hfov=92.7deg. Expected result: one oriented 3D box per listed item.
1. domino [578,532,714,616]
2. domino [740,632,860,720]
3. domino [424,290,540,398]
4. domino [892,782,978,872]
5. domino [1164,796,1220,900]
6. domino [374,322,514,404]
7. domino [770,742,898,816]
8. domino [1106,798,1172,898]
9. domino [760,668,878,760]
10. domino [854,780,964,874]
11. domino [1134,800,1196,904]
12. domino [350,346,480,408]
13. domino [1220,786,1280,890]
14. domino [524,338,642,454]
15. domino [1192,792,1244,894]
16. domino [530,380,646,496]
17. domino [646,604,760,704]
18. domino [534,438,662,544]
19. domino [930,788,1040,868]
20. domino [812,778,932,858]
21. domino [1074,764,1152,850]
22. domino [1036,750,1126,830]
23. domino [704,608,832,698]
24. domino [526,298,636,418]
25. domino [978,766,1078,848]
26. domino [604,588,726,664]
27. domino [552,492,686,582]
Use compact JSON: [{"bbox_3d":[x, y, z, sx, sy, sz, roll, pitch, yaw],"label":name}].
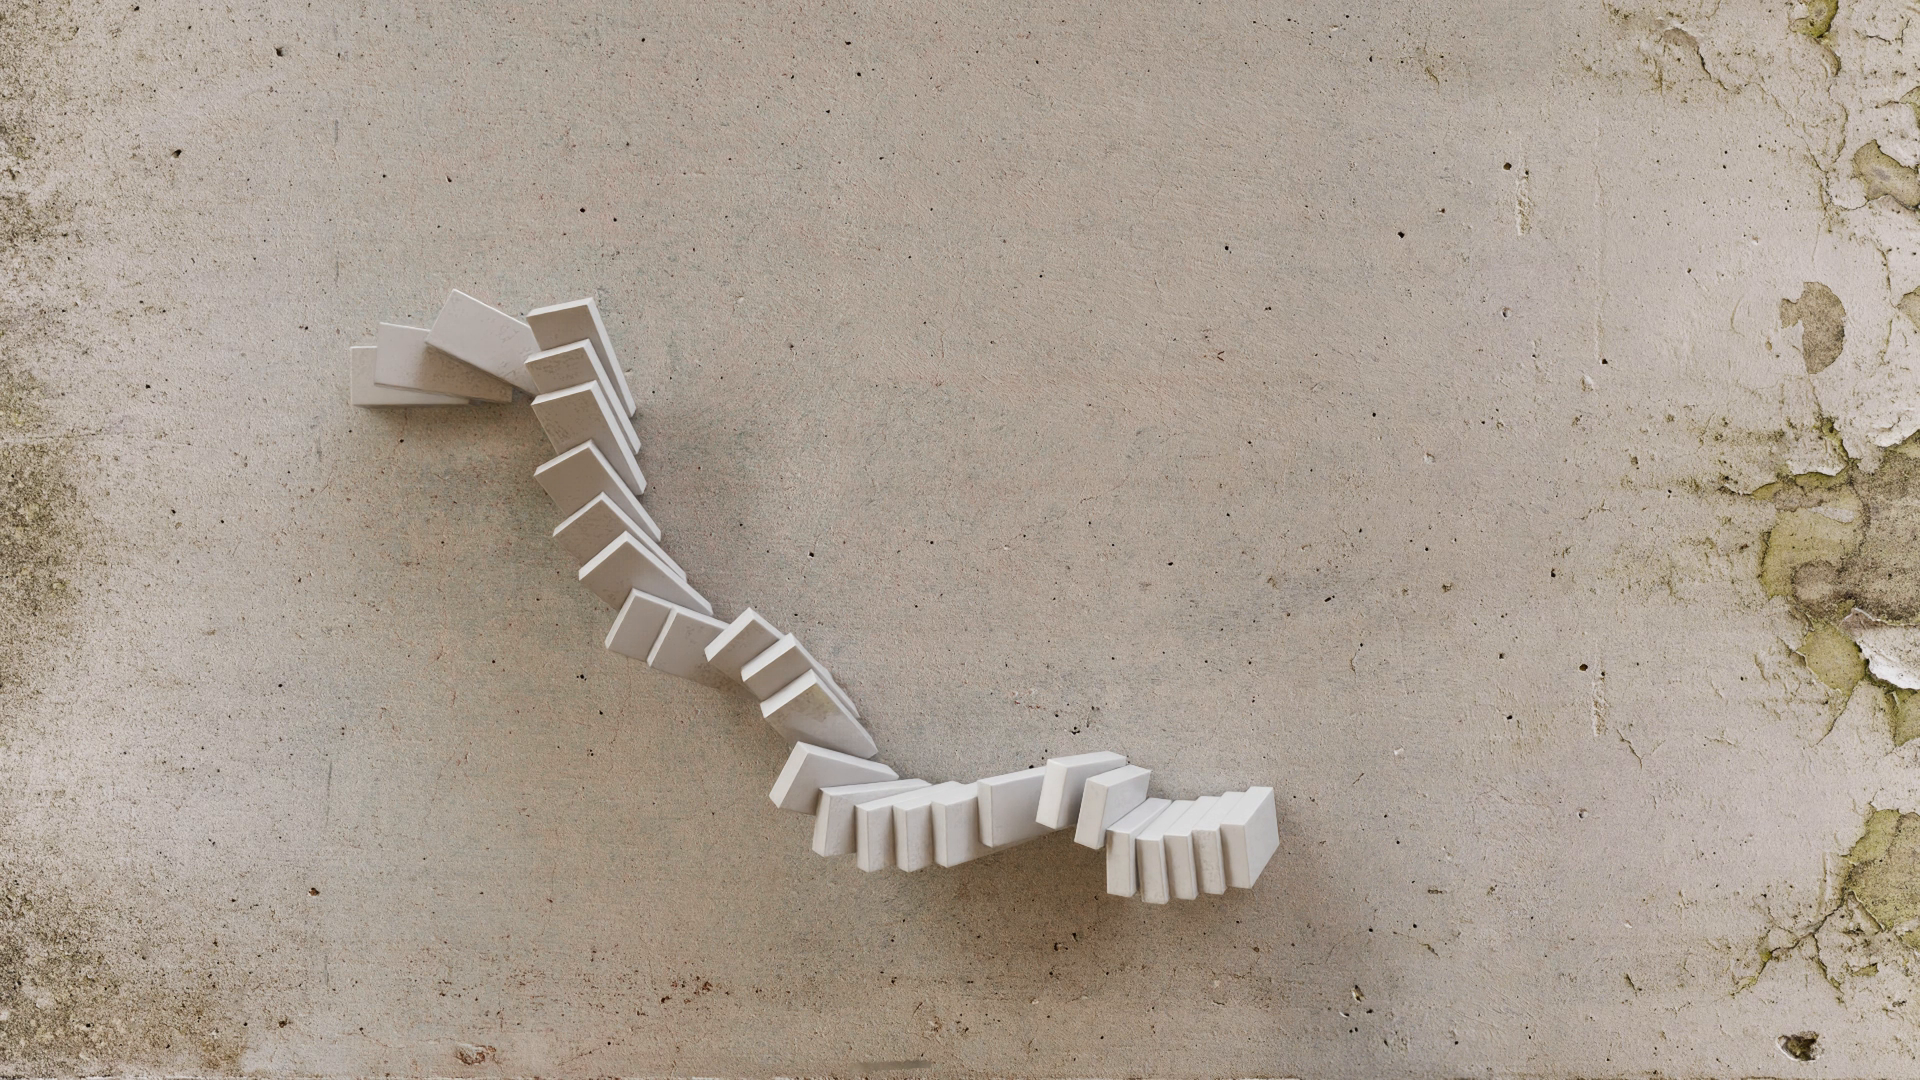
[{"bbox_3d":[-0.130,0.022,0.382,0.025,0.010,0.050,-40,124,0],"label":"domino"},{"bbox_3d":[-0.066,0.064,0.381,0.025,0.009,0.050,-35,125,-2],"label":"domino"},{"bbox_3d":[-0.192,-0.080,0.384,0.050,0.010,0.025,27,78,-23],"label":"domino"},{"bbox_3d":[-0.004,0.118,0.381,0.050,0.009,0.025,-3,91,-38],"label":"domino"},{"bbox_3d":[0.098,0.125,0.376,0.010,0.050,0.025,-6,90,31],"label":"domino"},{"bbox_3d":[-0.214,-0.073,0.383,0.050,0.009,0.025,5,87,-26],"label":"domino"},{"bbox_3d":[-0.051,0.102,0.380,0.050,0.009,0.025,28,90,-41],"label":"domino"},{"bbox_3d":[0.074,0.125,0.376,0.009,0.050,0.025,-1,90,31],"label":"domino"},{"bbox_3d":[-0.058,0.078,0.381,0.025,0.010,0.050,-35,125,-3],"label":"domino"},{"bbox_3d":[-0.020,0.118,0.381,0.050,0.010,0.025,-3,91,-38],"label":"domino"},{"bbox_3d":[0.087,0.127,0.376,0.009,0.050,0.025,-6,90,31],"label":"domino"},{"bbox_3d":[-0.235,-0.070,0.395,0.050,0.010,0.025,-1,90,0],"label":"domino"},{"bbox_3d":[0.119,0.121,0.376,0.009,0.050,0.025,-6,90,31],"label":"domino"},{"bbox_3d":[-0.156,-0.056,0.382,0.025,0.009,0.050,-15,123,2],"label":"domino"},{"bbox_3d":[0.108,0.123,0.376,0.010,0.050,0.025,-6,90,31],"label":"domino"},{"bbox_3d":[-0.154,-0.039,0.382,0.025,0.010,0.050,-15,123,2],"label":"domino"},{"bbox_3d":[-0.101,0.048,0.383,0.050,0.010,0.025,27,91,-31],"label":"domino"},{"bbox_3d":[-0.151,-0.015,0.383,0.025,0.009,0.050,-28,120,0],"label":"domino"},{"bbox_3d":[0.011,0.116,0.381,0.050,0.010,0.025,-2,91,-38],"label":"domino"},{"bbox_3d":[-0.036,0.115,0.381,0.050,0.010,0.025,6,90,-39],"label":"domino"},{"bbox_3d":[0.063,0.109,0.376,0.010,0.050,0.025,11,90,31],"label":"domino"},{"bbox_3d":[0.051,0.102,0.377,0.010,0.050,0.025,11,90,38],"label":"domino"},{"bbox_3d":[-0.079,0.053,0.382,0.025,0.010,0.050,-43,125,0],"label":"domino"},{"bbox_3d":[-0.157,-0.073,0.383,0.025,0.009,0.050,-12,122,0],"label":"domino"},{"bbox_3d":[0.030,0.109,0.382,0.050,0.009,0.025,-1,90,-35],"label":"domino"},{"bbox_3d":[-0.118,0.041,0.383,0.050,0.009,0.025,27,91,-31],"label":"domino"},{"bbox_3d":[-0.142,0.007,0.384,0.025,0.010,0.050,-38,119,0],"label":"domino"}]
